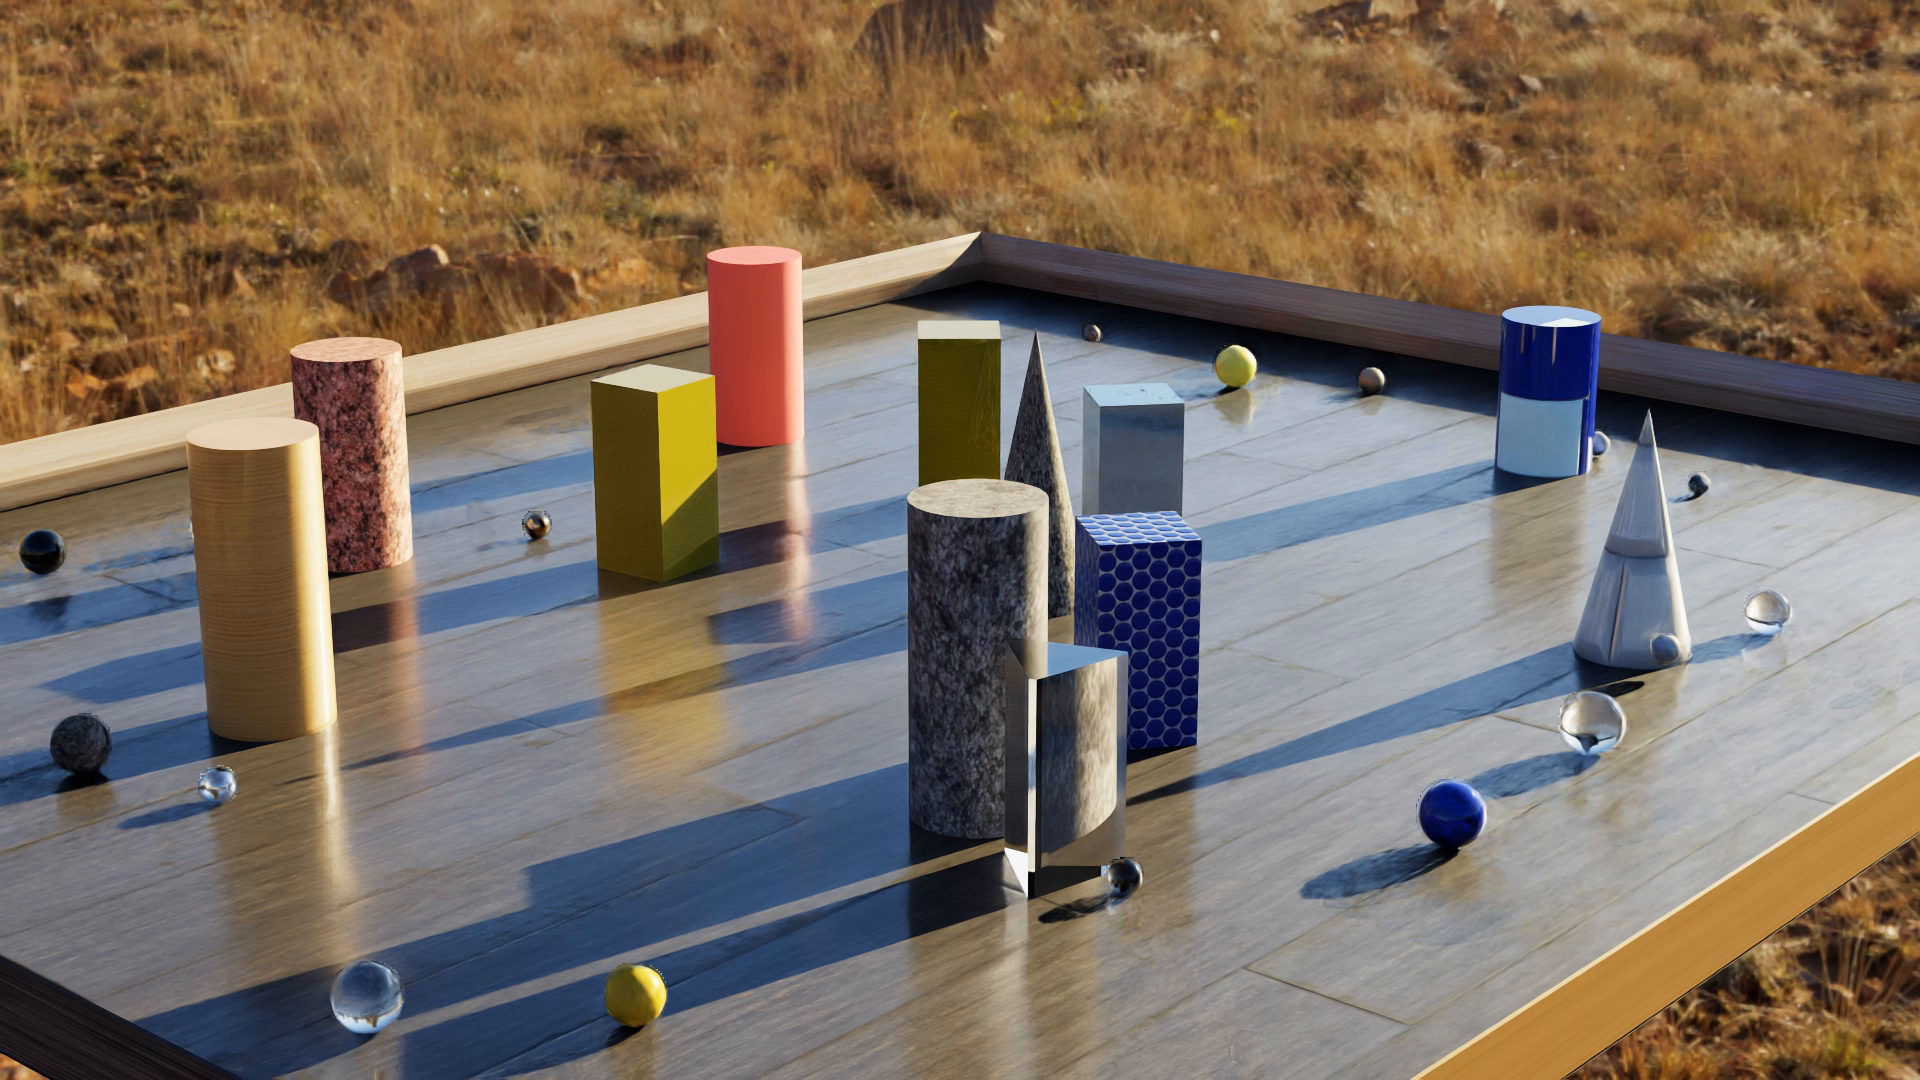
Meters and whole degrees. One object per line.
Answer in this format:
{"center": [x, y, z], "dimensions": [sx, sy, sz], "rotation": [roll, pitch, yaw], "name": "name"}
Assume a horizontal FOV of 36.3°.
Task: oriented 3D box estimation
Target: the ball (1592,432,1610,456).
{"center": [1.308, -0.197, 6.016], "dimensions": [0.050, 0.050, 0.050], "rotation": [0, 17, 0], "name": "ball"}

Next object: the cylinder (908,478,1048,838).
{"center": [0.025, 0.164, 4.099], "dimensions": [0.195, 0.464, 0.195], "rotation": [0, 17, 0], "name": "cylinder"}

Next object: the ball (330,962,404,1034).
{"center": [-0.705, 0.546, 3.491], "dimensions": [0.085, 0.085, 0.085], "rotation": [0, 17, 0], "name": "ball"}

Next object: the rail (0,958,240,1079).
{"center": [-1.344, 0.479, 3.639], "dimensions": [3.457, 0.127, 0.045], "rotation": [14, 22, 39], "name": "rail"}

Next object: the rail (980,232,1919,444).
{"center": [1.344, -0.415, 6.602], "dimensions": [3.457, 0.127, 0.045], "rotation": [14, 22, 39], "name": "rail"}

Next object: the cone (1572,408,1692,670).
{"center": [1.111, -0.016, 4.784], "dimensions": [0.195, 0.414, 0.195], "rotation": [0, 17, 0], "name": "cone"}

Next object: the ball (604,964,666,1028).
{"center": [-0.389, 0.546, 3.510], "dimensions": [0.074, 0.074, 0.074], "rotation": [0, 17, 0], "name": "ball"}

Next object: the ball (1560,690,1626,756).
{"center": [0.944, 0.274, 4.372], "dimensions": [0.097, 0.097, 0.097], "rotation": [0, 17, 0], "name": "ball"}

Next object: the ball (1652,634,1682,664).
{"center": [1.136, 0.175, 4.716], "dimensions": [0.047, 0.047, 0.047], "rotation": [0, 17, 0], "name": "ball"}

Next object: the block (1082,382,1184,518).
{"center": [0.317, -0.133, 5.404], "dimensions": [0.156, 0.280, 0.156], "rotation": [-3, 17, -8], "name": "block"}

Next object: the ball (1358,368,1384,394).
{"center": [0.915, -0.356, 6.528], "dimensions": [0.058, 0.058, 0.058], "rotation": [0, 17, 0], "name": "ball"}

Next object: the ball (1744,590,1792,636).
{"center": [1.354, 0.122, 4.910], "dimensions": [0.077, 0.077, 0.077], "rotation": [0, 17, 0], "name": "ball"}

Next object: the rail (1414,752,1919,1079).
{"center": [1.287, 0.354, 4.050], "dimensions": [0.045, 0.127, 4.146], "rotation": [14, 22, 39], "name": "rail"}

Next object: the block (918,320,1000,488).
{"center": [-0.002, -0.237, 5.640], "dimensions": [0.156, 0.343, 0.156], "rotation": [0, 17, -1], "name": "block"}

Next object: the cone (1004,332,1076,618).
{"center": [0.129, -0.127, 5.027], "dimensions": [0.195, 0.485, 0.195], "rotation": [0, 17, 0], "name": "cone"}

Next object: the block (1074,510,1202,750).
{"center": [0.266, 0.136, 4.437], "dimensions": [0.156, 0.323, 0.156], "rotation": [-3, 17, -10], "name": "block"}

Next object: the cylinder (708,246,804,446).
{"center": [-0.426, -0.406, 6.129], "dimensions": [0.195, 0.384, 0.195], "rotation": [0, 17, 0], "name": "cylinder"}

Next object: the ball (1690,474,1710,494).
{"center": [1.448, -0.110, 5.742], "dimensions": [0.040, 0.040, 0.040], "rotation": [0, 17, 0], "name": "ball"}

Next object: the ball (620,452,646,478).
{"center": [-0.653, -0.149, 5.857], "dimensions": [0.050, 0.050, 0.050], "rotation": [0, 17, 0], "name": "ball"}

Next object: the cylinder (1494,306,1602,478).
{"center": [1.183, -0.300, 5.906], "dimensions": [0.195, 0.309, 0.195], "rotation": [0, 17, 0], "name": "cylinder"}

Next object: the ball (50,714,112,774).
{"center": [-1.292, 0.300, 4.306], "dimensions": [0.086, 0.086, 0.086], "rotation": [0, 17, 0], "name": "ball"}

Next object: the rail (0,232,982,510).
{"center": [-1.287, -0.291, 6.190], "dimensions": [0.045, 0.127, 4.146], "rotation": [14, 22, 39], "name": "rail"}

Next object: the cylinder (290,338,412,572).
{"center": [-1.097, -0.156, 5.294], "dimensions": [0.195, 0.387, 0.195], "rotation": [0, 17, 0], "name": "cylinder"}

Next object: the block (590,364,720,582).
{"center": [-0.545, -0.122, 5.252], "dimensions": [0.156, 0.346, 0.156], "rotation": [11, 20, 33], "name": "block"}

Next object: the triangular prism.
{"center": [0.112, 0.295, 3.938], "dimensions": [0.169, 0.307, 0.146], "rotation": [-13, 21, -38], "name": "triangular prism"}

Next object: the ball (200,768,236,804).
{"center": [-1.061, 0.352, 4.193], "dimensions": [0.051, 0.051, 0.051], "rotation": [0, 17, 0], "name": "ball"}

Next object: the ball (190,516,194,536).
{"center": [-1.379, -0.029, 5.403], "dimensions": [0.081, 0.081, 0.081], "rotation": [0, 17, 0], "name": "ball"}

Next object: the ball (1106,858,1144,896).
{"center": [0.218, 0.447, 3.883], "dimensions": [0.048, 0.048, 0.048], "rotation": [0, 17, 0], "name": "ball"}

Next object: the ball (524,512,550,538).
{"center": [-0.787, -0.027, 5.456], "dimensions": [0.048, 0.048, 0.048], "rotation": [0, 17, 0], "name": "ball"}

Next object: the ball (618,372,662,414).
{"center": [-0.692, -0.317, 6.338], "dimensions": [0.093, 0.093, 0.093], "rotation": [0, 17, 0], "name": "ball"}

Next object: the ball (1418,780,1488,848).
{"center": [0.678, 0.378, 4.034], "dimensions": [0.094, 0.094, 0.094], "rotation": [0, 17, 0], "name": "ball"}

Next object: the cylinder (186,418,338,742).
{"center": [-1.061, 0.059, 4.463], "dimensions": [0.195, 0.457, 0.195], "rotation": [0, 17, 0], "name": "cylinder"}

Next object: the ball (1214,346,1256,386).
{"center": [0.618, -0.390, 6.580], "dimensions": [0.093, 0.093, 0.093], "rotation": [0, 17, 0], "name": "ball"}

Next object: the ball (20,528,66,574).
{"center": [-1.638, 0.021, 5.238], "dimensions": [0.081, 0.081, 0.081], "rotation": [0, 17, 0], "name": "ball"}

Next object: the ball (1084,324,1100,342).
{"center": [0.316, -0.495, 7.018], "dimensions": [0.041, 0.041, 0.041], "rotation": [0, 17, 0], "name": "ball"}
